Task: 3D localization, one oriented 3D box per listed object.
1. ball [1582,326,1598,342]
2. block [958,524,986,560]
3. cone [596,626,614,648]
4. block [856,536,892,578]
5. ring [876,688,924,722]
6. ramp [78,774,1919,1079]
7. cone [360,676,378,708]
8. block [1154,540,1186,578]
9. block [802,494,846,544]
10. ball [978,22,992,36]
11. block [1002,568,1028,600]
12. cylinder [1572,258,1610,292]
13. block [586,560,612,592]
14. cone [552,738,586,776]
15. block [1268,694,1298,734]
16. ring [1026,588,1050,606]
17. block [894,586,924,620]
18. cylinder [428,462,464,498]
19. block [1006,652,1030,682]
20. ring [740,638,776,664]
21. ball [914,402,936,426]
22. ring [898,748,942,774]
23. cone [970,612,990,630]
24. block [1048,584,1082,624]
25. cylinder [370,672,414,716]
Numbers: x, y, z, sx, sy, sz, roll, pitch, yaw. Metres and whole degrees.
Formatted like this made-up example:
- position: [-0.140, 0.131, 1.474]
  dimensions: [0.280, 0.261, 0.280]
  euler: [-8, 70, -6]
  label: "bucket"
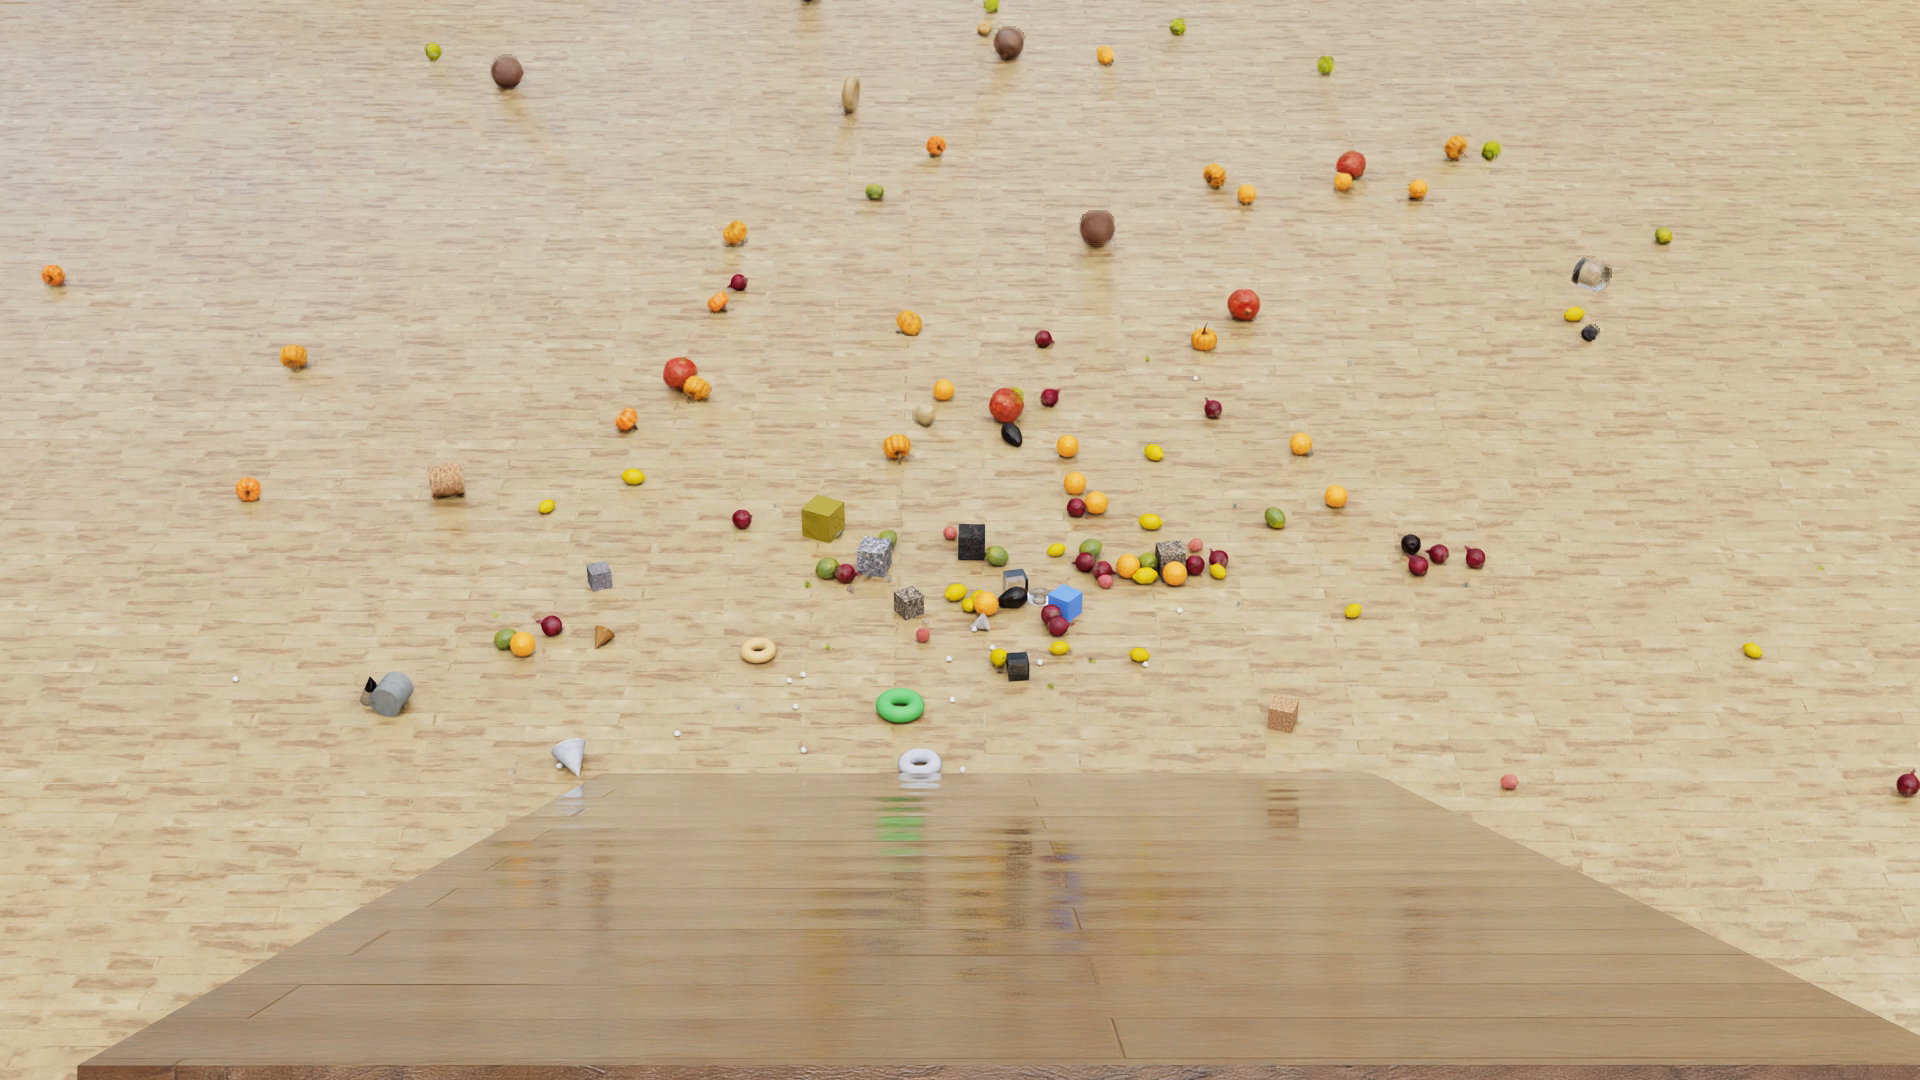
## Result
- position: [2.169, -0.713, 8.929]
  dimensions: [0.054, 0.054, 0.054]
  euler: [0, 32, 0]
  label: "ball"
- position: [0.035, 0.006, 7.760]
  dimensions: [0.079, 0.079, 0.079]
  euler: [1, 32, 1]
  label: "block"
- position: [-1.022, 0.285, 7.364]
  dimensions: [0.062, 0.062, 0.062]
  euler: [15, 61, 22]
  label: "cone"
- position: [-0.253, 0.050, 7.687]
  dimensions: [0.083, 0.083, 0.083]
  euler: [8, 33, 12]
  label: "block"
- position: [-0.164, 0.452, 7.084]
  dimensions: [0.133, 0.044, 0.133]
  euler: [1, 32, -1]
  label: "ring"
- position: [0.071, 0.628, 4.723]
  dimensions: [2.000, 0.100, 4.000]
  euler: [0, -1, 0]
  label: "ramp"
- position: [-1.618, 0.405, 7.126]
  dimensions: [0.078, 0.078, 0.078]
  euler: [0, 32, 0]
  label: "cone"
- position: [0.624, 0.056, 7.685]
  dimensions: [0.076, 0.076, 0.076]
  euler: [-4, 32, -7]
  label: "block"
- position: [-0.414, -0.064, 7.857]
  dimensions: [0.096, 0.096, 0.096]
  euler: [15, 35, 22]
  label: "block"
- position: [0.107, -2.239, 11.354]
  dimensions: [0.061, 0.061, 0.061]
  euler: [0, 32, 0]
  label: "ball"
- position: [0.162, 0.129, 7.582]
  dimensions: [0.061, 0.061, 0.061]
  euler: [-8, 33, -12]
  label: "block"
- position: [2.255, -0.946, 9.261]
  dimensions: [0.096, 0.096, 0.096]
  euler: [25, 40, 34]
  label: "cylinder"
- position: [-1.060, 0.107, 7.620]
  dimensions: [0.059, 0.059, 0.059]
  euler: [-12, 34, -19]
  label: "block"
- position: [-1.024, 0.590, 6.866]
  dimensions: [0.094, 0.094, 0.094]
  euler: [-13, 61, -20]
  label: "cone"
- position: [0.876, 0.472, 7.030]
  dimensions: [0.067, 0.067, 0.067]
  euler: [11, 34, 17]
  label: "block"
- position: [0.233, 0.165, 7.558]
  dimensions: [0.077, 0.026, 0.077]
  euler: [1, 33, -1]
  label: "ring"
- position: [-0.148, 0.182, 7.495]
  dimensions: [0.064, 0.064, 0.064]
  euler: [-19, 37, -27]
  label: "block"
- position: [-1.594, -0.185, 8.047]
  dimensions: [0.098, 0.098, 0.098]
  euler: [-8, 33, -12]
  label: "cylinder"
- position: [0.161, 0.353, 7.228]
  dimensions: [0.057, 0.057, 0.057]
  euler: [-3, 32, -5]
  label: "block"
- position: [-0.569, 0.312, 7.317]
  dimensions: [0.103, 0.034, 0.103]
  euler: [-1, 33, 1]
  label: "ring"
- position: [-0.112, -0.410, 8.429]
  dimensions: [0.073, 0.073, 0.073]
  euler: [0, 32, 0]
  label: "ball"
- position: [-0.106, 0.594, 6.863]
  dimensions: [0.117, 0.039, 0.117]
  euler: [-1, 31, 1]
  label: "ring"
- position: [0.050, 0.242, 7.436]
  dimensions: [0.054, 0.054, 0.054]
  euler: [-22, 29, 15]
  label: "cone"
- position: [0.304, 0.183, 7.486]
  dimensions: [0.071, 0.071, 0.071]
  euler: [23, 39, 32]
  label: "block"
- position: [-1.554, 0.421, 7.090]
  dimensions: [0.090, 0.090, 0.090]
  euler: [7, 33, 11]
  label: "cylinder"
